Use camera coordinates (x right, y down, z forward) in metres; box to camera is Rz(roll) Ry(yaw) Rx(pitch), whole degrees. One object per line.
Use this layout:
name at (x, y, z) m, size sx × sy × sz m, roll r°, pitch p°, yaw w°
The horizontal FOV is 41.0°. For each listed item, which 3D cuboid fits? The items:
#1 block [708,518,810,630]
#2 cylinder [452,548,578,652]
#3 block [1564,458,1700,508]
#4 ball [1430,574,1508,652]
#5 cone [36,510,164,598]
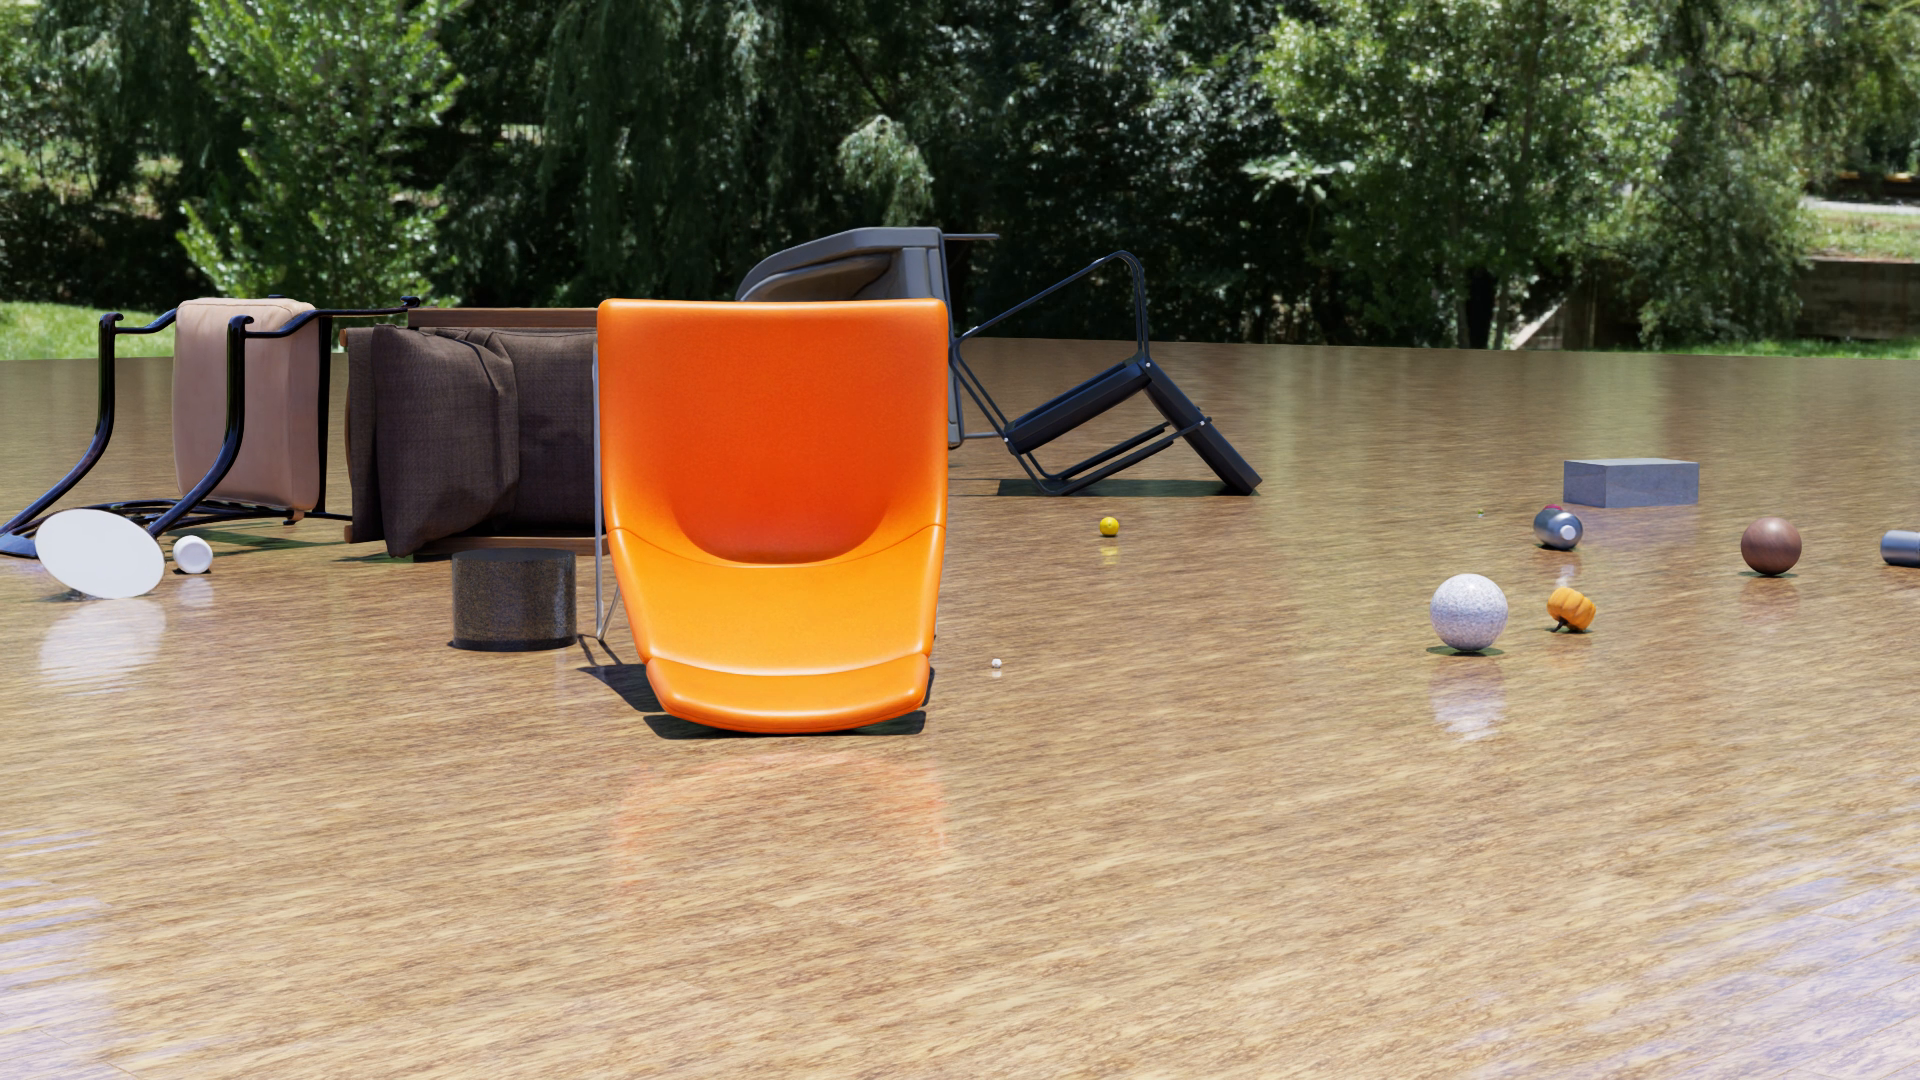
block at (-0.383, 0.063, 4.876) m, size 0.161 × 0.190 × 0.165 m, roll -2°, pitch 6°, yaw -17°
cylinder at (-0.800, 0.105, 4.609) m, size 0.220 × 0.160 × 0.235 m, roll -2°, pitch 6°, yaw -17°
block at (1.945, -0.167, 7.438) m, size 0.315 × 0.121 × 0.212 m, roll -2°, pitch 6°, yaw -20°
ball at (0.894, 0.127, 4.507) m, size 0.137 × 0.137 × 0.137 m, roll 0°, pitch 6°, yaw 0°
cone at (-1.814, 0.066, 5.327) m, size 0.264 × 0.194 × 0.189 m, roll 17°, pitch -33°, yaw -30°
